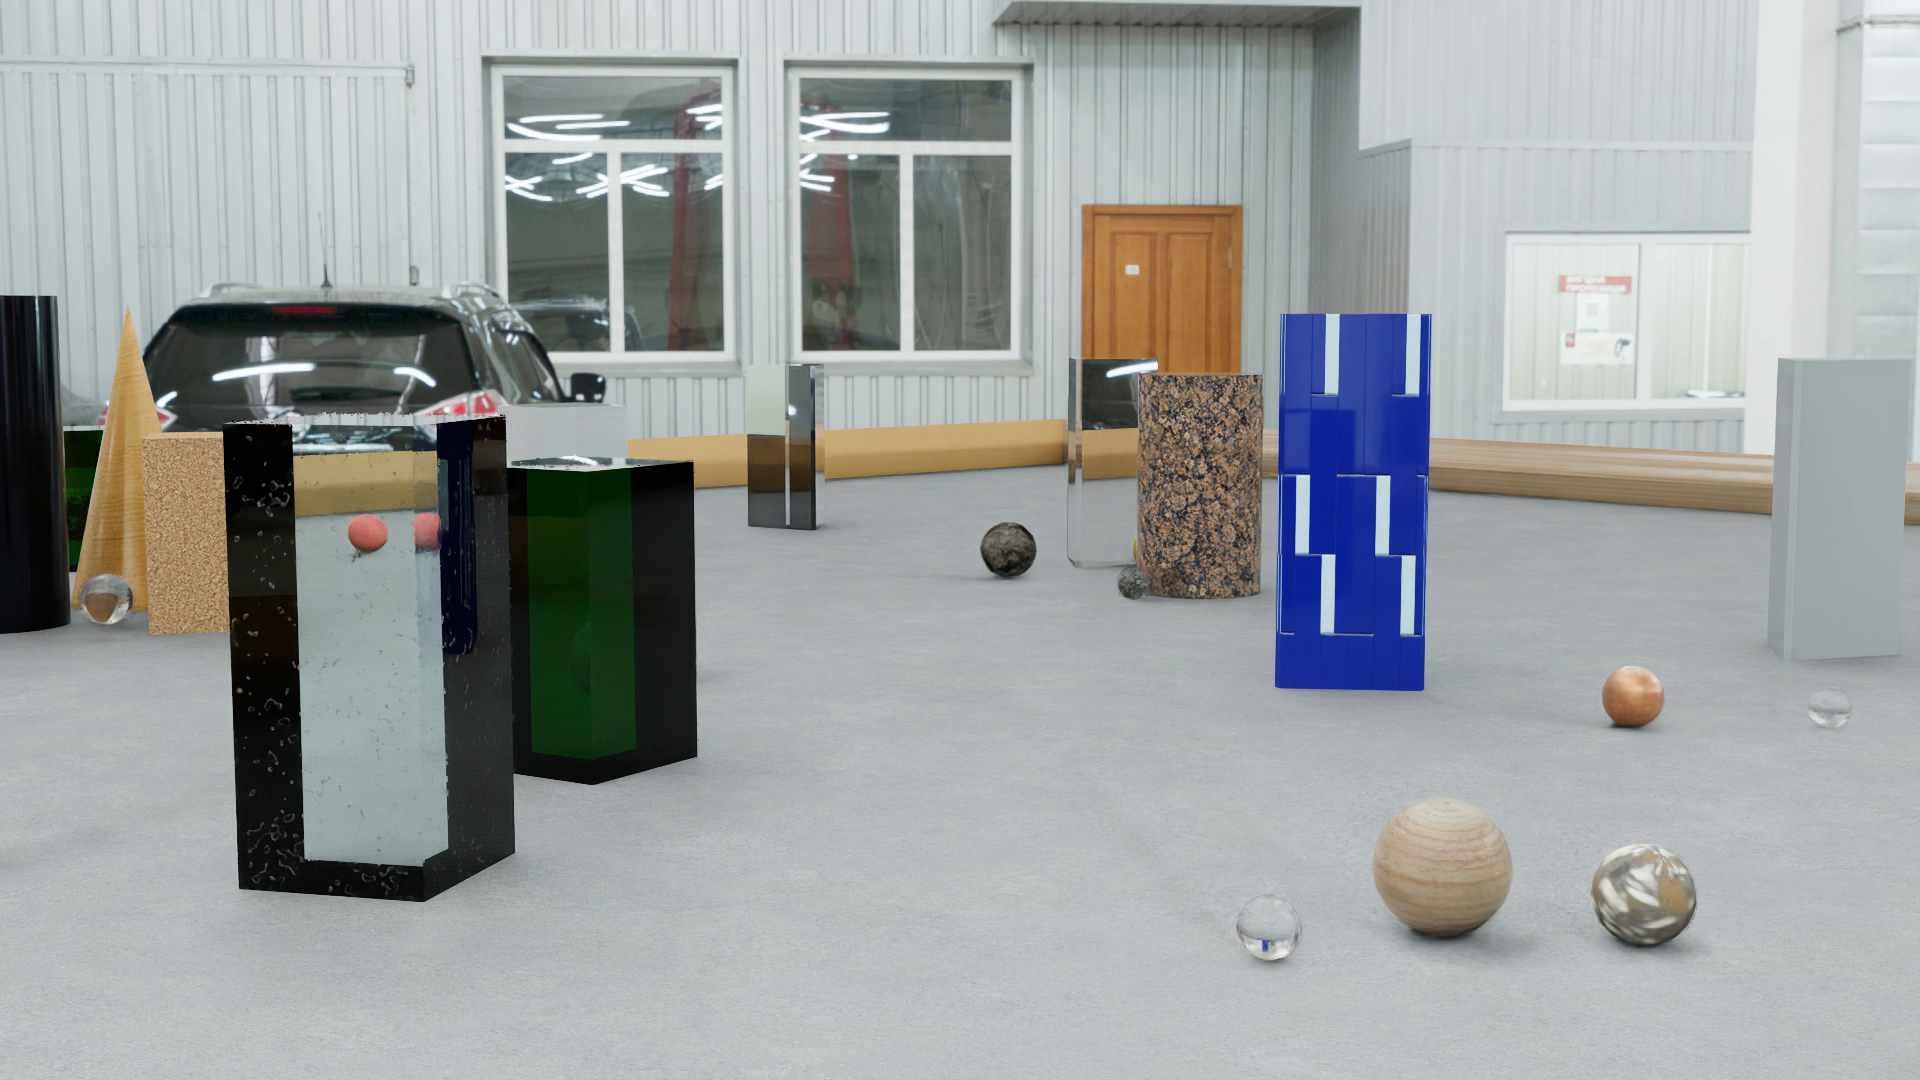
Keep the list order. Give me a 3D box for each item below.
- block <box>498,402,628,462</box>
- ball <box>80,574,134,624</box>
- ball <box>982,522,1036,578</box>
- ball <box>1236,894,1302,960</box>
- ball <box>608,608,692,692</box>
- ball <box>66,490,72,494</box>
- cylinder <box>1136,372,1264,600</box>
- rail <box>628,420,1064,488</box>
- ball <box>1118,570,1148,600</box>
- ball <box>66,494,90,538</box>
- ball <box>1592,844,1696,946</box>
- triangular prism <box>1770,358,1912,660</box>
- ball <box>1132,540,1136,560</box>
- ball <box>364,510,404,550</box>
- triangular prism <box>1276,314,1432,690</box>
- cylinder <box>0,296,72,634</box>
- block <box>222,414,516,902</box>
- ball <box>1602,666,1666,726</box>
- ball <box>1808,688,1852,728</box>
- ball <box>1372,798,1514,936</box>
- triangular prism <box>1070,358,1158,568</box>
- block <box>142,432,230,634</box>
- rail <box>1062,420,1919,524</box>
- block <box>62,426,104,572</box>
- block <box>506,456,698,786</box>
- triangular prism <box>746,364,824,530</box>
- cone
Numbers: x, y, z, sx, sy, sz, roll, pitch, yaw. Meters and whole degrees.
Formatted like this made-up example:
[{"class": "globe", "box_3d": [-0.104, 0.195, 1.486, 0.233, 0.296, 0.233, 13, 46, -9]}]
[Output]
[{"class": "block", "box_3d": [-0.667, -0.084, 3.698, 0.157, 0.286, 0.157, -5, 8, -39]}, {"class": "ball", "box_3d": [-1.212, 0.085, 3.123, 0.071, 0.071, 0.071, 0, 6, 0]}, {"class": "ball", "box_3d": [0.082, 0.016, 3.673, 0.093, 0.093, 0.093, 0, 6, 0]}, {"class": "ball", "box_3d": [0.213, 0.266, 1.512, 0.044, 0.044, 0.044, 0, 6, 0]}, {"class": "ball", "box_3d": [-0.364, 0.128, 2.577, 0.098, 0.098, 0.098, 0, 6, 0]}, {"class": "ball", "box_3d": [-1.798, -0.058, 4.362, 0.096, 0.096, 0.096, 0, 6, 0]}, {"class": "cylinder", "box_3d": [0.379, -0.090, 3.477, 0.196, 0.345, 0.196, 0, 6, 0]}, {"class": "rail", "box_3d": [-1.389, -0.123, 4.829, 4.640, 0.127, 0.045, -5, 8, -42]}, {"class": "ball", "box_3d": [0.268, 0.068, 3.395, 0.046, 0.046, 0.046, 0, 6, 0]}, {"class": "ball", "box_3d": [-1.726, -0.047, 4.294, 0.089, 0.089, 0.089, 0, 6, 0]}, {"class": "ball", "box_3d": [0.481, 0.249, 1.546, 0.071, 0.071, 0.071, 0, 6, 0]}, {"class": "triangular prism", "box_3d": [1.115, -0.046, 2.881, 0.170, 0.381, 0.147, -2, 6, -17]}, {"class": "ball", "box_3d": [0.328, 0.016, 3.847, 0.056, 0.056, 0.056, 0, 6, 0]}, {"class": "ball", "box_3d": [-1.072, -0.018, 4.094, 0.072, 0.072, 0.072, 0, 6, 0]}, {"class": "triangular prism", "box_3d": [0.468, -0.051, 2.641, 0.170, 0.440, 0.147, 1, 6, 7]}, {"class": "cylinder", "box_3d": [-1.366, -0.110, 3.094, 0.196, 0.464, 0.196, 0, 6, 0]}, {"class": "block", "box_3d": [-0.461, 0.085, 1.734, 0.157, 0.359, 0.157, 2, 6, 14]}, {"class": "ball", "box_3d": [0.721, 0.167, 2.356, 0.065, 0.065, 0.065, 0, 6, 0]}, {"class": "ball", "box_3d": [0.928, 0.179, 2.346, 0.044, 0.044, 0.044, 0, 6, 0]}, {"class": "ball", "box_3d": [0.344, 0.233, 1.570, 0.098, 0.098, 0.098, 0, 6, 0]}, {"class": "triangular prism", "box_3d": [0.237, -0.142, 3.899, 0.170, 0.360, 0.147, -4, 7, -32]}, {"class": "block", "box_3d": [-1.060, -0.014, 3.106, 0.157, 0.270, 0.157, -2, 6, -15]}, {"class": "rail", "box_3d": [1.688, -0.129, 4.881, 0.045, 0.127, 4.143, -5, 8, -42]}, {"class": "block", "box_3d": [-1.489, -0.076, 3.839, 0.157, 0.241, 0.157, -4, 7, -31]}, {"class": "block", "box_3d": [-0.371, 0.072, 2.158, 0.157, 0.296, 0.157, 4, 7, 32]}, {"class": "triangular prism", "box_3d": [-0.327, -0.196, 4.543, 0.170, 0.333, 0.147, 4, 7, 33]}, {"class": "cone", "box_3d": [-1.251, -0.129, 3.329, 0.196, 0.454, 0.196, 0, 6, 0]}]
